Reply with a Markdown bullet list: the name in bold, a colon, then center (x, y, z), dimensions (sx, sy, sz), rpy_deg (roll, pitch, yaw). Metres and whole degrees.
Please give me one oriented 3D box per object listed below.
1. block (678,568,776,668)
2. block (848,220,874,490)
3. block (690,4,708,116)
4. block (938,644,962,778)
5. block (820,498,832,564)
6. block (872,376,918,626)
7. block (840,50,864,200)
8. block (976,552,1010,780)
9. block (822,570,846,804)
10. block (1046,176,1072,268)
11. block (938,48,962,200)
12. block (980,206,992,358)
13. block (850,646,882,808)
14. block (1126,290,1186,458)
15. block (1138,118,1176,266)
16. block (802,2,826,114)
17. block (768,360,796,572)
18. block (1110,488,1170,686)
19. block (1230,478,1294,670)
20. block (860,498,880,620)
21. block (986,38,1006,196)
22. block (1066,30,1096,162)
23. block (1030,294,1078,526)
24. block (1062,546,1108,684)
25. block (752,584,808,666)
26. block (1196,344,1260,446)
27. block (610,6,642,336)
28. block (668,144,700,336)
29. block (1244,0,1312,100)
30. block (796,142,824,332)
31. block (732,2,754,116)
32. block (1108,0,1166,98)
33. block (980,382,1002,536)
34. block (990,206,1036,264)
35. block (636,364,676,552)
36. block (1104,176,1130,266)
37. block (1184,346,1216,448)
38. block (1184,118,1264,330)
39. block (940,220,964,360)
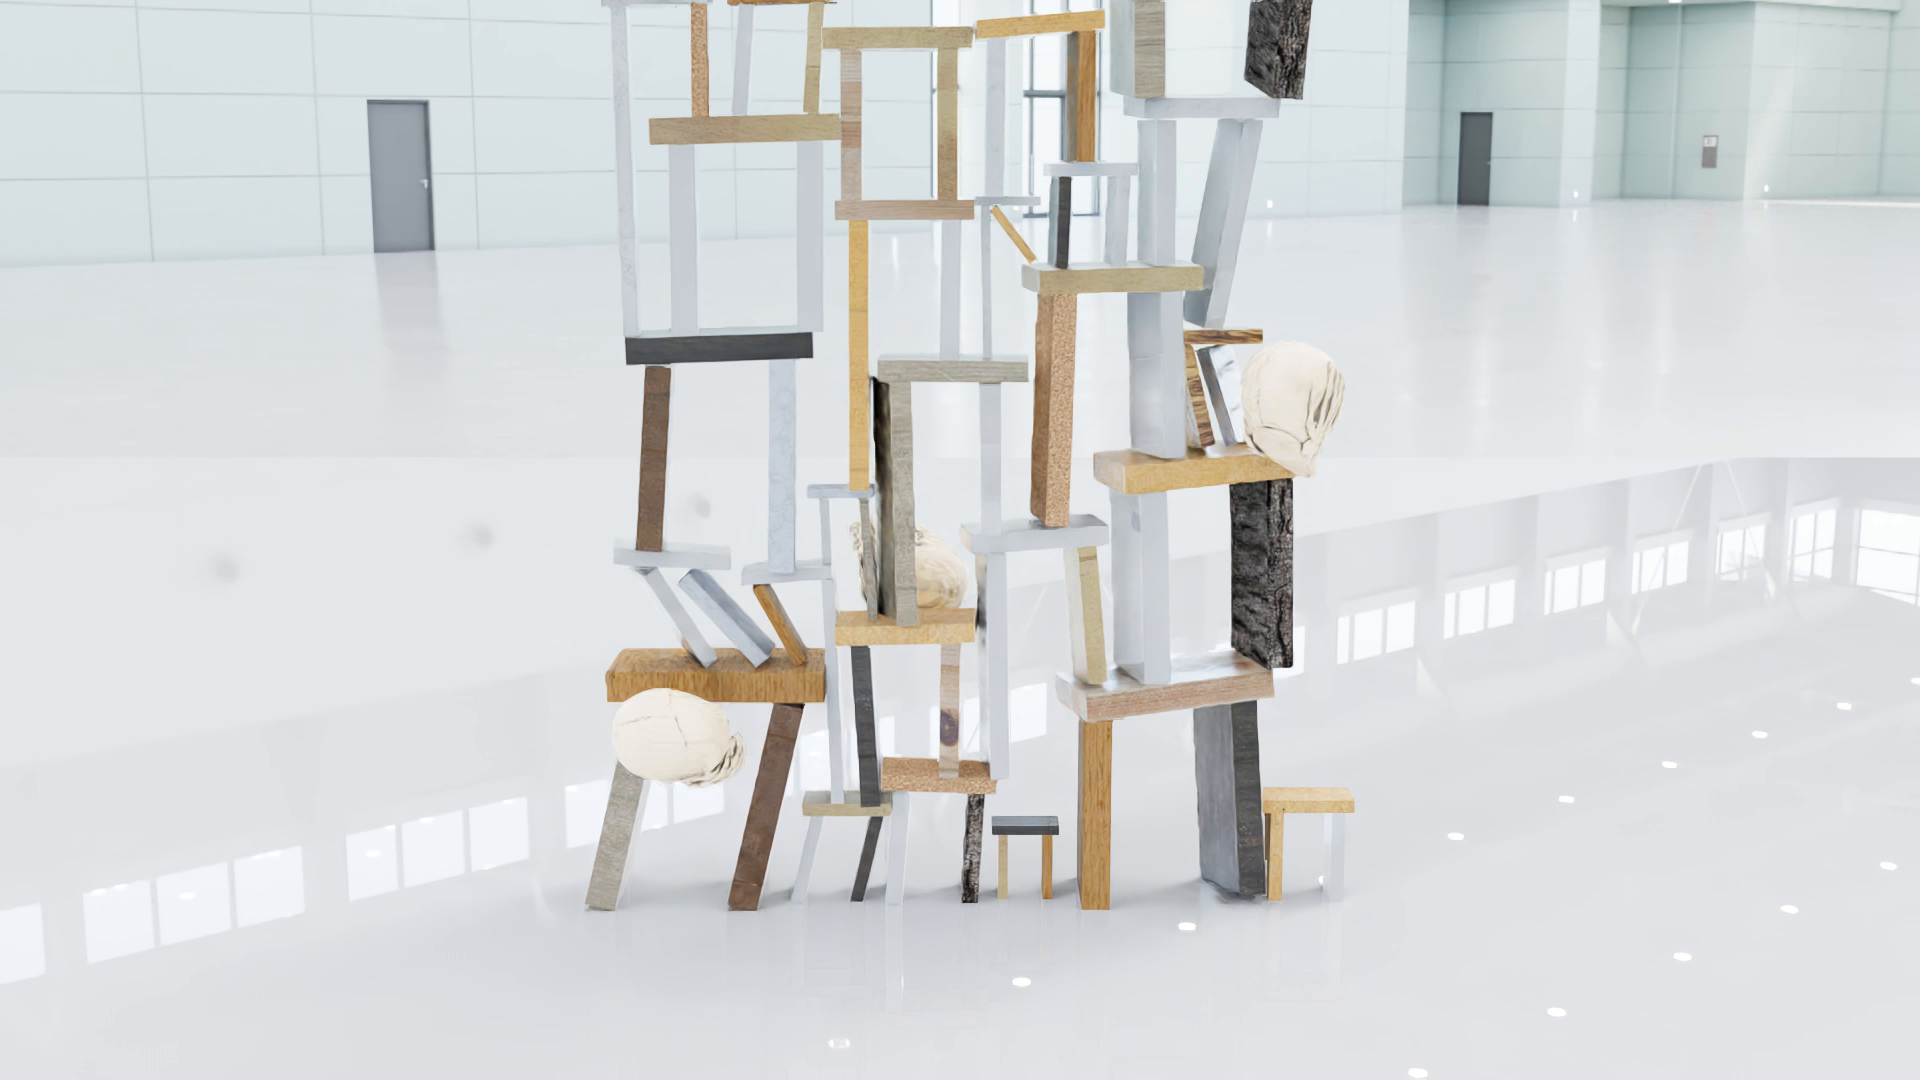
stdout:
- **block**: center (-0.379, 0.121, 3.579), dimensions (0.026, 0.186, 0.093), rpy_deg (-42, 6, 9)
- **block**: center (-0.157, -0.296, 3.499), dimensions (0.031, 0.423, 0.108), rpy_deg (1, 10, 1)
- **block**: center (-0.403, -0.741, 3.404), dimensions (0.024, 0.169, 0.085), rpy_deg (0, 10, -5)
- **block**: center (-0.015, 0.265, 3.594), dimensions (0.032, 0.223, 0.112), rpy_deg (1, 13, 2)
- **block**: center (-0.217, -0.019, 3.558), dimensions (0.015, 0.107, 0.054), rpy_deg (-2, 11, -1)
- **block**: center (-0.105, -0.064, 3.519), dimensions (0.034, 0.388, 0.118), rpy_deg (-4, 10, -16)
- **block**: center (-0.168, -0.648, 3.440), dimensions (0.032, 0.229, 0.114), rpy_deg (0, 10, 0)
- **block**: center (0.053, 0.194, 3.580), dimensions (0.031, 0.374, 0.111), rpy_deg (-3, 13, -8)
- **block**: center (-0.206, 0.241, 3.597), dimensions (0.021, 0.375, 0.072), rpy_deg (-2, 11, 1)
- **block**: center (0.156, -0.502, 3.461), dimensions (0.020, 0.140, 0.070), rpy_deg (0, 12, -10)
- **block**: center (-0.017, -0.649, 3.436), dimensions (0.032, 0.229, 0.114), rpy_deg (1, 10, 2)
- **block**: center (0.042, -0.408, 3.477), dimensions (0.015, 0.237, 0.051), rpy_deg (-1, 9, 2)
- **block**: center (-0.152, 0.290, 3.608), dimensions (0.032, 0.271, 0.112), rpy_deg (-3, 12, 2)
- **block**: center (0.314, -0.269, 3.522), dimensions (0.037, 0.263, 0.131), rpy_deg (-6, 11, -19)
- **block**: center (0.311, -0.551, 3.475), dimensions (0.031, 0.222, 0.111), rpy_deg (-3, 13, -10)
- **block**: center (-0.226, -0.748, 3.417), dimensions (0.024, 0.167, 0.084), rpy_deg (3, 10, -3)
- **block**: center (-0.286, -0.127, 3.531), dimensions (0.041, 0.338, 0.145), rpy_deg (0, 10, -4)
- **block**: center (0.293, 0.063, 3.583), dimensions (0.044, 0.314, 0.157), rpy_deg (-5, 12, -14)
- **block**: center (0.498, 0.041, 3.633), dimensions (0.044, 0.314, 0.157), rpy_deg (-5, 12, -15)
- **block**: center (-0.146, 0.027, 3.555), dimensions (0.015, 0.200, 0.054), rpy_deg (-3, 10, 3)
- **block**: center (0.056, -0.657, 3.428), dimensions (0.028, 0.239, 0.099), rpy_deg (1, 10, 1)
- **block**: center (0.189, -0.689, 3.427), dimensions (0.028, 0.197, 0.099), rpy_deg (-1, 10, -7)
- **block**: center (0.149, -0.215, 3.514), dimensions (0.037, 0.368, 0.131), rpy_deg (0, 12, -10)
- **block**: center (0.203, 0.116, 3.574), dimensions (0.031, 0.222, 0.111), rpy_deg (-6, 6, -10)
- **block**: center (-0.292, 0.131, 3.575), dimensions (0.021, 0.145, 0.072), rpy_deg (-28, 11, 3)
- **block**: center (0.439, -0.240, 3.603), dimensions (0.023, 0.164, 0.082), rpy_deg (-17, 1, 35)
- **block**: center (-0.520, -0.571, 3.424), dimensions (0.024, 0.502, 0.085), rpy_deg (-2, 11, -5)
- **block**: center (-0.432, -0.473, 3.455), dimensions (0.041, 0.292, 0.146), rpy_deg (-1, 10, -5)
- **block**: center (0.503, -0.874, 3.426), dimensions (0.048, 0.340, 0.170), rpy_deg (-1, 22, -9)
- **block**: center (-0.238, -0.481, 3.471), dimensions (0.041, 0.292, 0.146), rpy_deg (0, 10, -5)
- **block**: center (-0.336, -0.744, 3.410), dimensions (0.024, 0.167, 0.084), rpy_deg (4, 10, -5)
- **block**: center (0.272, -0.862, 3.399), dimensions (0.048, 0.340, 0.170), rpy_deg (-4, 16, -9)
- **block**: center (0.049, -0.135, 3.492), dimensions (0.034, 0.237, 0.118), rpy_deg (0, 11, 0)
- **block**: center (0.085, -0.479, 3.455), dimensions (0.015, 0.103, 0.051), rpy_deg (-37, 4, 6)
- **block**: center (-0.485, -0.136, 3.505), dimensions (0.041, 0.291, 0.145), rpy_deg (3, 8, -5)
- **block**: center (0.248, -0.506, 3.476), dimensions (0.020, 0.139, 0.070), rpy_deg (0, 12, -11)
- **block**: center (0.372, -0.232, 3.558), dimensions (0.023, 0.164, 0.082), rpy_deg (-15, 7, -11)
- **block**: center (0.419, -0.510, 3.530), dimensions (0.031, 0.335, 0.111), rpy_deg (7, 11, -17)
- **block**: center (-0.012, -0.398, 3.475), dimensions (0.031, 0.217, 0.108), rpy_deg (1, 10, 3)
